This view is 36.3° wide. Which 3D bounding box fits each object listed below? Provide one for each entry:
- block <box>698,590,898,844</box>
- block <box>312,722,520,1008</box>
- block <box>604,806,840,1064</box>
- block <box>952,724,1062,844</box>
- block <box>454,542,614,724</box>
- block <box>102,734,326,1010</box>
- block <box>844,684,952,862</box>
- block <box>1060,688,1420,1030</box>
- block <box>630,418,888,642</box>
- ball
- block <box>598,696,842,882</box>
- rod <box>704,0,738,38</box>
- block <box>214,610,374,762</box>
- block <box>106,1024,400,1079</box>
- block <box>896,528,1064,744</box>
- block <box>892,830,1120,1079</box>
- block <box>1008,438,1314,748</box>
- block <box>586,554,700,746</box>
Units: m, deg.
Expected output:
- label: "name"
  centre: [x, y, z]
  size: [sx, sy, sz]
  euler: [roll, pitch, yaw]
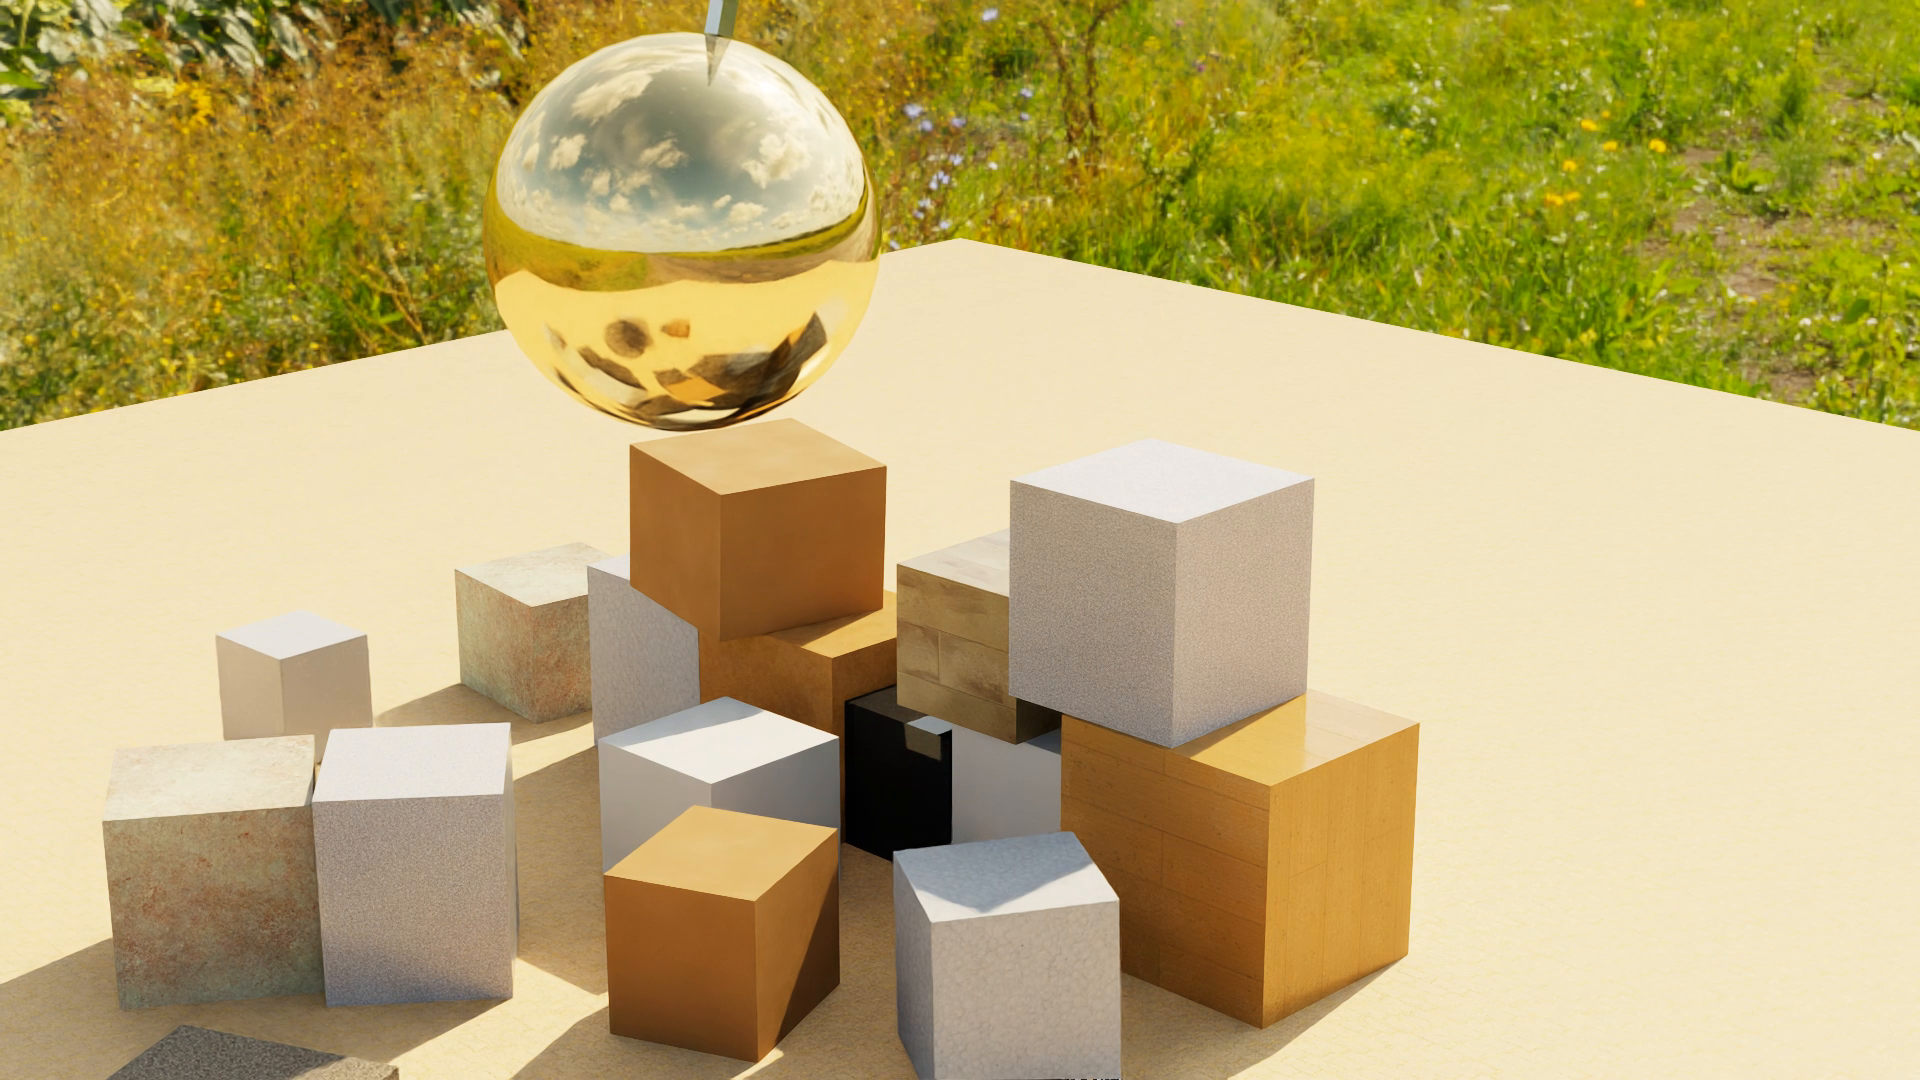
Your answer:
- label: "block"
  centre: [-0.621, 0.799, 14.235]
  size: [0.948, 0.940, 0.863]
  euler: [17, 24, 42]
- label: "block"
  centre: [-2.293, 1.367, 12.462]
  size: [0.768, 0.920, 0.815]
  euler: [-2, 18, -6]
- label: "block"
  centre: [-0.967, 1.606, 12.059]
  size: [0.672, 0.706, 0.779]
  euler: [7, 19, 21]
- label: "block"
  centre: [0.493, 1.184, 13.202]
  size: [0.732, 0.824, 0.763]
  euler: [-17, 24, -42]
- label: "block"
  centre: [-2.150, 0.484, 15.725]
  size: [0.780, 0.646, 0.813]
  euler: [-13, 22, -36]
- label: "block"
  centre: [-3.153, 1.399, 12.481]
  size: [0.839, 0.847, 0.816]
  euler: [-4, 18, -11]
- label: "block"
  centre: [-0.039, 1.084, 13.705]
  size: [0.713, 0.714, 0.690]
  euler: [-17, 24, -42]
- label: "block"
  centre: [1.183, 1.265, 12.533]
  size: [1.131, 1.071, 0.994]
  euler: [17, 24, 42]
- label: "block"
  centre: [-0.980, -0.065, 14.125]
  size: [0.909, 0.726, 0.873]
  euler: [-11, 23, -33]
- label: "ball"
  centre: [-1.113, -1.233, 11.788]
  size: [1.600, 1.600, 1.600]
  euler: [0, 17, 0]
- label: "block"
  centre: [-1.083, 1.227, 13.261]
  size: [0.761, 0.708, 0.768]
  euler: [16, 24, 41]
- label: "rod"
  centre: [-0.482, -4.552, 11.406]
  size: [0.080, 5.200, 0.080]
  euler: [17, 9, 42]
- label: "block"
  centre: [-3.388, 0.759, 14.940]
  size: [0.567, 0.594, 0.527]
  euler: [16, 23, 41]
- label: "block"
  centre: [-2.454, 2.253, 9.768]
  size: [0.865, 0.843, 0.879]
  euler: [7, 19, 20]
- label: "block"
  centre: [0.253, 0.412, 13.168]
  size: [0.729, 0.669, 0.790]
  euler: [16, 23, 41]
- label: "block"
  centre: [0.180, 1.694, 11.579]
  size: [0.742, 0.809, 0.689]
  euler: [-5, 18, -12]
- label: "block"
  centre: [0.855, 0.202, 12.516]
  size: [0.913, 0.967, 0.911]
  euler: [16, 23, 41]
- label: "block"
  centre: [-1.265, 0.589, 14.852]
  size: [0.859, 0.970, 0.861]
  euler: [-17, 24, -42]
